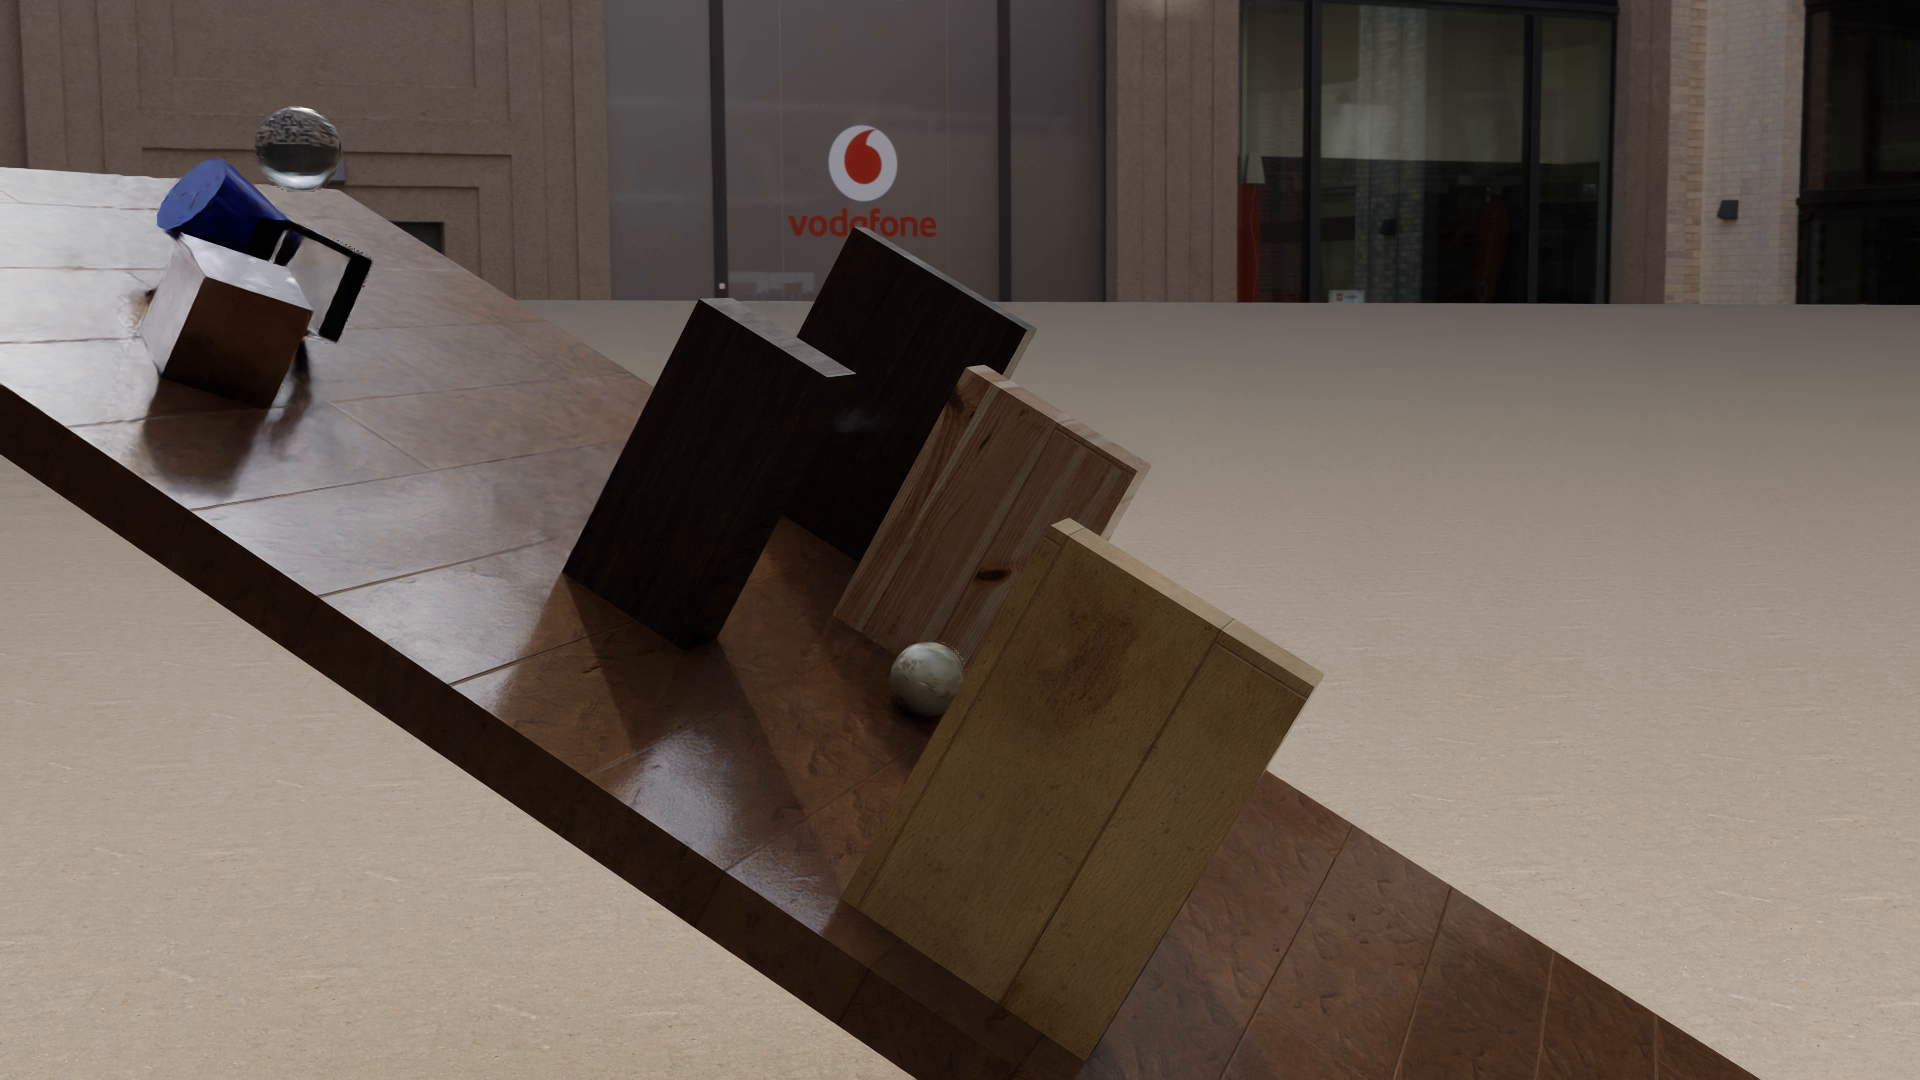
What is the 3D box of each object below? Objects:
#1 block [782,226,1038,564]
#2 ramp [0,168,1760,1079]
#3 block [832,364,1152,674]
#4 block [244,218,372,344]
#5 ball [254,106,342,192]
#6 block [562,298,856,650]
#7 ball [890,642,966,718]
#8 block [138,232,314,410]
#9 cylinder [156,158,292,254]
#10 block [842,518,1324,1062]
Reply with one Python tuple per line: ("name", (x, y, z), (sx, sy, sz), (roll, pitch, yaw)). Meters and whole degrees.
("block", (-0.180, -0.295, 4.799), (0.445, 0.631, 0.081), (32, 15, 11))
("ramp", (-0.195, 0.321, 4.133), (4.000, 0.100, 2.000), (32, 15, 11))
("block", (0.060, 0.001, 4.358), (0.393, 0.571, 0.128), (32, 15, 11))
("block", (-1.269, -0.498, 4.217), (0.172, 0.172, 0.172), (26, -7, -37))
("ball", (-1.437, -0.849, 4.776), (0.181, 0.181, 0.181), (0, 7, 0))
("block", (-0.441, -0.117, 3.854), (0.266, 0.550, 0.144), (32, 15, 11))
("ball", (-0.061, 0.261, 4.107), (0.142, 0.142, 0.142), (0, 7, 0))
("block", (-1.292, -0.385, 3.870), (0.199, 0.199, 0.199), (17, 18, -38))
("cylinder", (-1.433, -0.618, 4.292), (0.180, 0.180, 0.180), (6, -30, 40))
("block", (0.170, 0.360, 3.178), (0.429, 0.649, 0.103), (32, 15, 11))
